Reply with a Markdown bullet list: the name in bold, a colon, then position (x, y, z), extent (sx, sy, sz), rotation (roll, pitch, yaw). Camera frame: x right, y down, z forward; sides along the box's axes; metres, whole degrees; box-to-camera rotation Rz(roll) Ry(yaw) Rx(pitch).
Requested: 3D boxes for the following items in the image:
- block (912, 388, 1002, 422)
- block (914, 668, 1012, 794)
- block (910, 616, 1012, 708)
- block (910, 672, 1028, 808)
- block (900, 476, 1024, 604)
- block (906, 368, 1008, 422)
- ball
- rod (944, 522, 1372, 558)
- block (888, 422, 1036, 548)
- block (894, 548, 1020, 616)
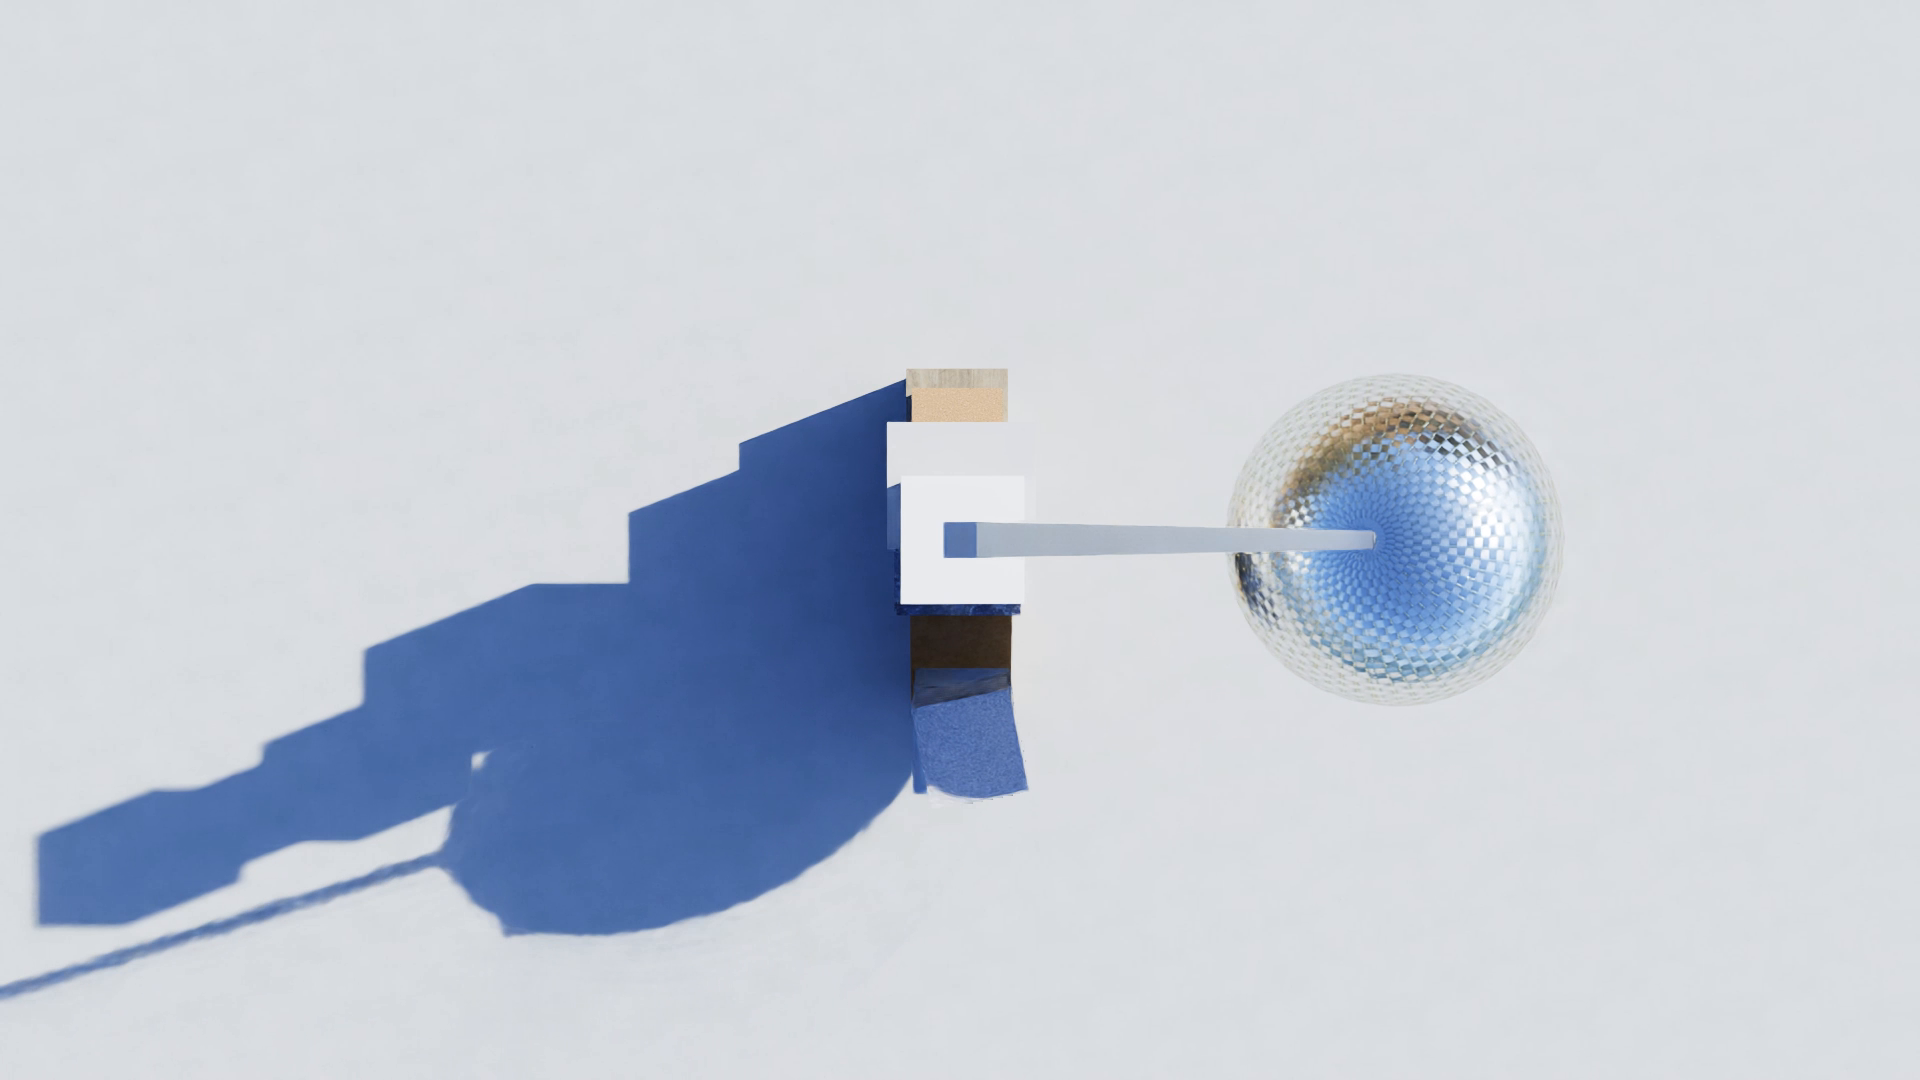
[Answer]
- **block**: position (-0.015, -0.593, 12.098), extent (0.490, 0.464, 0.454), rotation (0, 90, 0)
- **block**: position (0.015, 1.051, 12.183), extent (0.531, 0.567, 0.598), rotation (0, 97, 0)
- **block**: position (0.005, 0.694, 12.729), extent (0.574, 0.542, 0.533), rotation (0, 90, 0)
- **block**: position (0.050, 1.050, 11.582), extent (0.509, 0.604, 0.531), rotation (-12, 94, 1)
- **block**: position (0.011, 0.000, 9.769), extent (0.535, 0.471, 0.557), rotation (0, 90, 0)
- **block**: position (-0.016, -0.666, 12.665), extent (0.570, 0.670, 0.590), rotation (0, 90, 0)
- **ball**: position (2.074, 0.000, 10.550), extent (1.600, 1.600, 1.600), rotation (0, 90, 0)
- **rod**: position (0.899, 0.000, 7.360), extent (0.080, 5.200, 0.080), rotation (0, 90, 20)
- **block**: position (0.007, -0.270, 11.227), extent (0.736, 0.675, 0.626), rotation (0, 90, 0)
- **block**: position (-0.015, 0.028, 12.594), extent (0.699, 0.813, 0.779), rotation (0, 90, 0)
